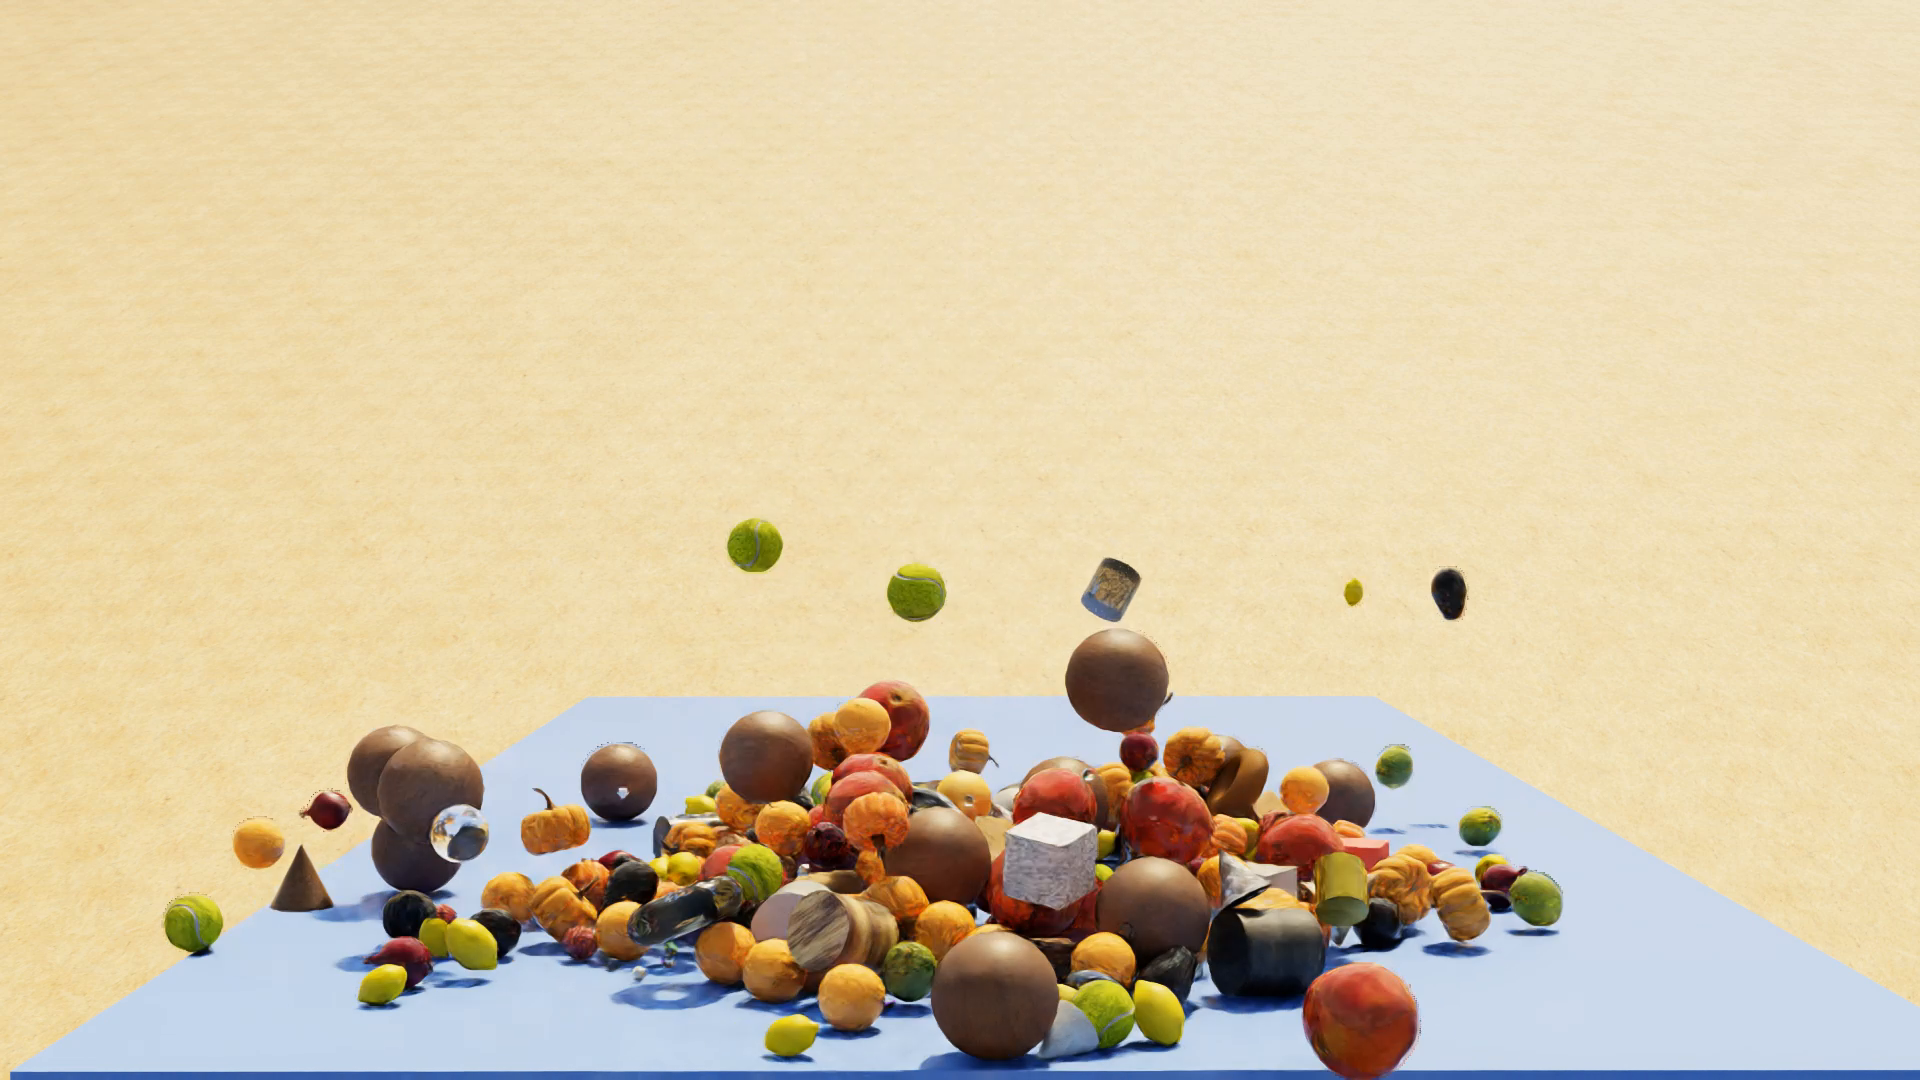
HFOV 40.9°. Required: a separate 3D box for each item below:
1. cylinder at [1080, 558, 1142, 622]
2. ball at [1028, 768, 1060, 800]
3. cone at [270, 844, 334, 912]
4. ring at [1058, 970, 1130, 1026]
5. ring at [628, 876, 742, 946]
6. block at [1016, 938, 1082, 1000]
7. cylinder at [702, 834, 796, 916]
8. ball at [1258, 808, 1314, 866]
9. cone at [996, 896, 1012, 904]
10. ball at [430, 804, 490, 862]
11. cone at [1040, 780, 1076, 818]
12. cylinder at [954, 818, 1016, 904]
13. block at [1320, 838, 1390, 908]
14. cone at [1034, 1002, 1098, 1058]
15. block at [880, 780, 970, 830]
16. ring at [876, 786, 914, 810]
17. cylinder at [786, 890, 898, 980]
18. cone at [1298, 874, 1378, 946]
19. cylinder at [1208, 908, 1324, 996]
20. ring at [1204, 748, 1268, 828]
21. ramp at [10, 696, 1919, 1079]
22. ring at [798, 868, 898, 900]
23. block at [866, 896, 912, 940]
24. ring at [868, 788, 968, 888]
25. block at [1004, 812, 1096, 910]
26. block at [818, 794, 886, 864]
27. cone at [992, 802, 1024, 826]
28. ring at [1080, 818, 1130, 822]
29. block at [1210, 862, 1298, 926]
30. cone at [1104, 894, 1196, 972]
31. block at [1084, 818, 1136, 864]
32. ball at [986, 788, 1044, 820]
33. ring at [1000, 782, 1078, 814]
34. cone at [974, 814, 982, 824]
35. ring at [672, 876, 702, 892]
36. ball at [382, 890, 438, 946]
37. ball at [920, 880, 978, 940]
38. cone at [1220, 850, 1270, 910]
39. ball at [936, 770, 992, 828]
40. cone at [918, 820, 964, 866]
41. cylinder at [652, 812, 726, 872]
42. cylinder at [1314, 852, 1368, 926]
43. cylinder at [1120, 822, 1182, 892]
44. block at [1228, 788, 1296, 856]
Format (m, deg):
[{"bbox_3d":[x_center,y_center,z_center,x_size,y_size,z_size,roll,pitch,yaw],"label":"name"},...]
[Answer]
[{"bbox_3d":[0.305,0.101,5.188,0.092,0.092,0.092,16,64,31],"label":"cylinder"},{"bbox_3d":[0.130,0.375,3.952,0.053,0.053,0.053,0,25,0],"label":"ball"},{"bbox_3d":[-0.891,0.453,3.489,0.086,0.086,0.086,0,2,0],"label":"cone"},{"bbox_3d":[0.142,0.487,2.739,0.080,0.080,0.027,8,45,16],"label":"ring"},{"bbox_3d":[-0.313,0.423,2.943,0.139,0.046,0.139,-22,-7,-3],"label":"ring"},{"bbox_3d":[0.100,0.485,2.915,0.058,0.058,0.058,-1,2,-16],"label":"block"},{"bbox_3d":[-0.276,0.441,3.366,0.089,0.089,0.089,27,13,-28],"label":"cylinder"},{"bbox_3d":[0.482,0.442,3.829,0.086,0.086,0.086,0,25,0],"label":"ball"},{"bbox_3d":[0.034,0.425,3.345,0.078,0.078,0.078,7,-17,2],"label":"cone"},{"bbox_3d":[-0.598,0.351,3.080,0.070,0.070,0.070,0,25,0],"label":"ball"},{"bbox_3d":[0.135,0.392,3.895,0.060,0.060,0.060,-13,0,-26],"label":"cone"},{"bbox_3d":[0.039,0.408,3.282,0.079,0.079,0.079,9,46,-9],"label":"cylinder"},{"bbox_3d":[0.541,0.454,3.529,0.080,0.080,0.080,1,2,20],"label":"block"},{"bbox_3d":[0.096,0.510,2.609,0.062,0.062,0.062,22,35,39],"label":"cone"},{"bbox_3d":[-0.052,0.421,3.889,0.100,0.100,0.100,-1,-14,-33],"label":"block"},{"bbox_3d":[-0.073,0.424,3.787,0.127,0.127,0.042,-21,-1,-38],"label":"ring"},{"bbox_3d":[-0.130,0.439,2.859,0.088,0.088,0.088,23,0,41],"label":"cylinder"},{"bbox_3d":[0.483,0.438,3.193,0.092,0.092,0.092,-32,33,-10],"label":"cone"},{"bbox_3d":[0.343,0.463,2.896,0.096,0.096,0.096,3,22,-23],"label":"cylinder"},{"bbox_3d":[0.397,0.356,3.705,0.043,0.128,0.128,32,23,-10],"label":"ring"},{"bbox_3d":[0.057,0.512,4.553,2.000,0.100,4.000,0,2,0],"label":"ramp"},{"bbox_3d":[-0.156,0.468,3.431,0.149,0.050,0.149,-4,-3,0],"label":"ring"},{"bbox_3d":[-0.096,0.476,3.233,0.051,0.051,0.051,-5,-1,26],"label":"block"},{"bbox_3d":[-0.059,0.421,3.646,0.143,0.143,0.048,-2,-14,-4],"label":"ring"},{"bbox_3d":[0.102,0.361,2.903,0.076,0.076,0.076,10,18,31],"label":"block"},{"bbox_3d":[-0.156,0.430,3.835,0.086,0.086,0.086,0,-15,-20],"label":"block"},{"bbox_3d":[0.060,0.408,3.812,0.055,0.055,0.055,-31,11,7],"label":"cone"},{"bbox_3d":[0.231,0.458,3.995,0.130,0.043,0.130,0,2,0],"label":"ring"},{"bbox_3d":[0.375,0.460,3.287,0.083,0.083,0.083,1,2,34],"label":"block"},{"bbox_3d":[0.234,0.472,2.961,0.095,0.095,0.095,29,36,31],"label":"cone"},{"bbox_3d":[0.224,0.451,3.874,0.061,0.061,0.061,1,-1,25],"label":"block"},{"bbox_3d":[0.085,0.433,4.037,0.090,0.090,0.090,0,25,0],"label":"ball"},{"bbox_3d":[0.134,0.443,4.415,0.139,0.046,0.139,-1,2,0],"label":"ring"},{"bbox_3d":[0.062,0.417,3.621,0.072,0.072,0.072,-9,24,5],"label":"cone"},{"bbox_3d":[-0.341,0.479,3.507,0.102,0.034,0.102,-1,1,0],"label":"ring"},{"bbox_3d":[-0.686,0.471,3.215,0.068,0.068,0.068,0,25,0],"label":"ball"},{"bbox_3d":[-0.014,0.467,3.251,0.073,0.073,0.073,0,25,0],"label":"ball"},{"bbox_3d":[0.308,0.376,2.909,0.064,0.064,0.064,-17,70,-32],"label":"cone"},{"bbox_3d":[0.004,0.381,3.779,0.085,0.085,0.085,0,25,0],"label":"ball"},{"bbox_3d":[-0.038,0.421,3.688,0.064,0.064,0.064,-40,14,12],"label":"cone"},{"bbox_3d":[-0.397,0.445,3.789,0.083,0.083,0.083,-1,22,-29],"label":"cylinder"},{"bbox_3d":[0.461,0.423,3.119,0.064,0.064,0.064,1,48,3],"label":"cylinder"},{"bbox_3d":[0.270,0.447,3.645,0.087,0.087,0.087,0,2,0],"label":"cylinder"},{"bbox_3d":[0.434,0.409,3.731,0.060,0.060,0.060,-21,70,-46],"label":"block"}]
